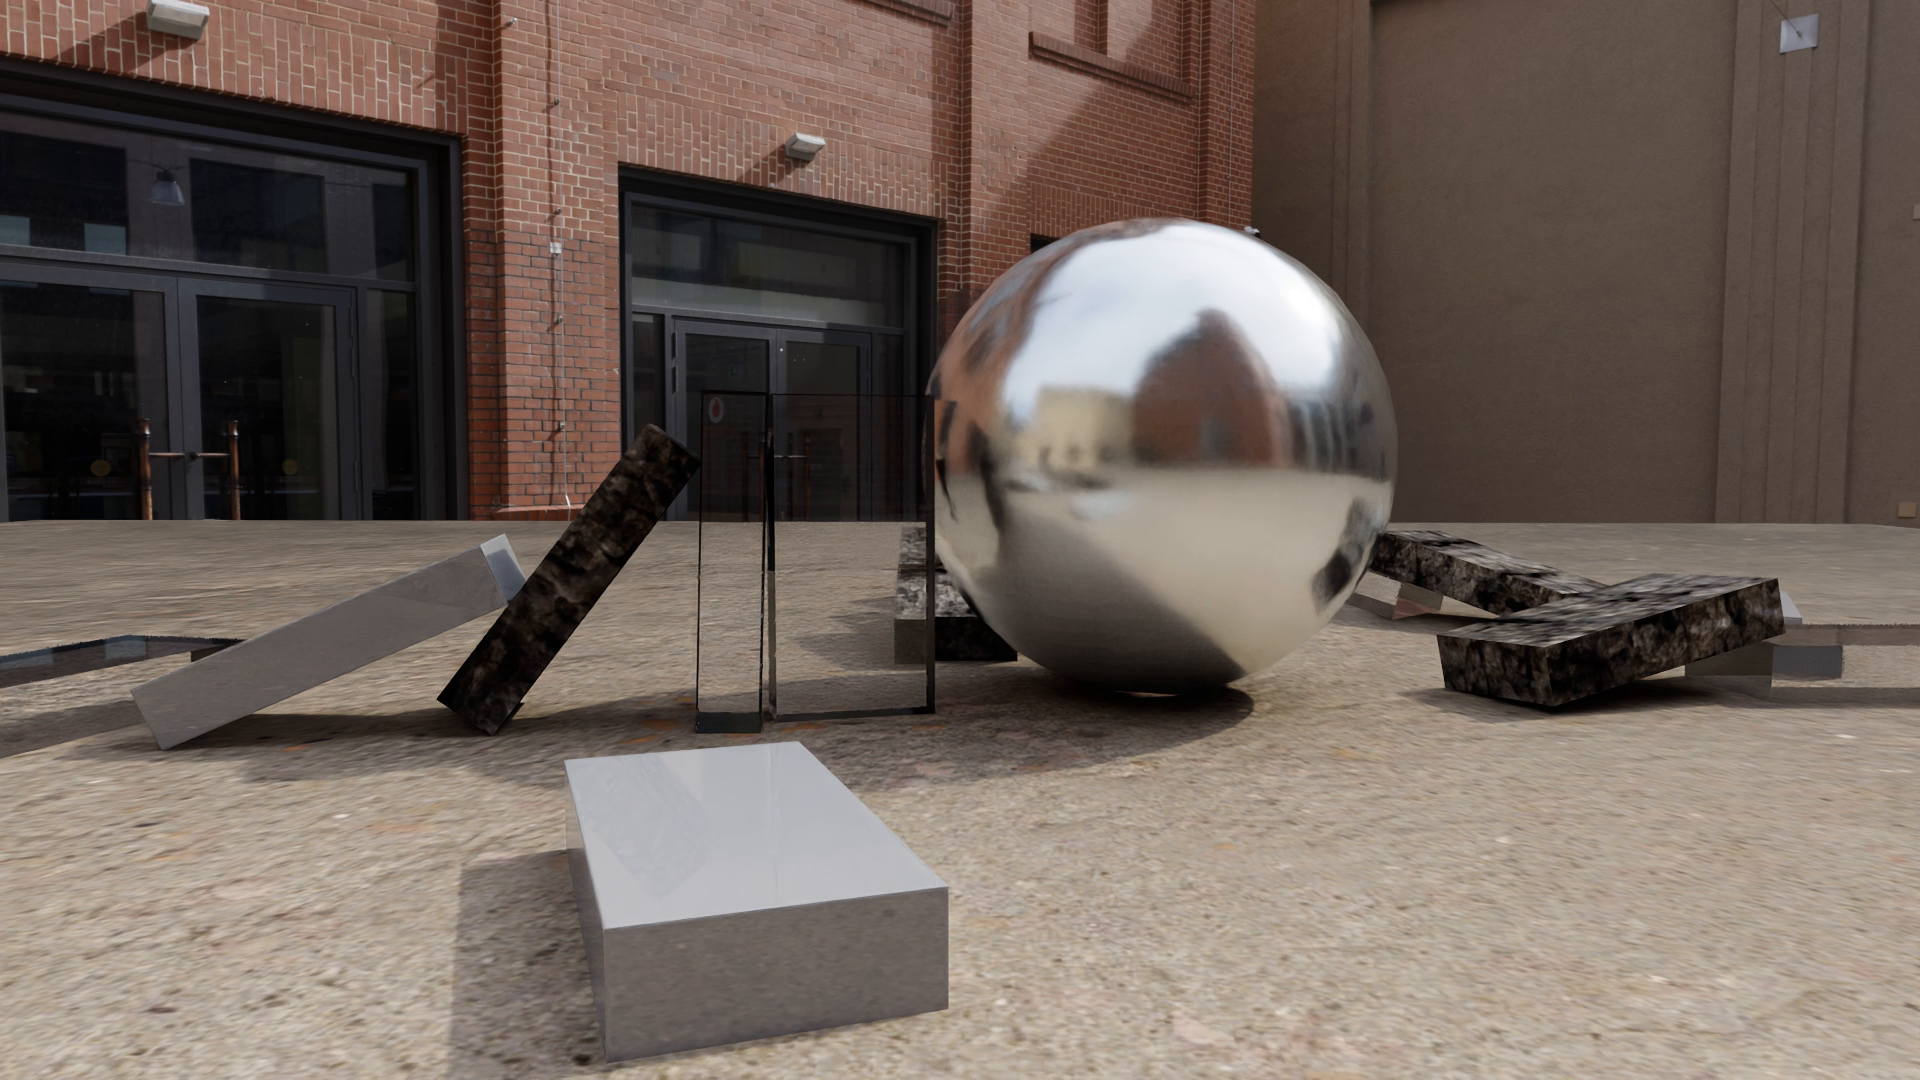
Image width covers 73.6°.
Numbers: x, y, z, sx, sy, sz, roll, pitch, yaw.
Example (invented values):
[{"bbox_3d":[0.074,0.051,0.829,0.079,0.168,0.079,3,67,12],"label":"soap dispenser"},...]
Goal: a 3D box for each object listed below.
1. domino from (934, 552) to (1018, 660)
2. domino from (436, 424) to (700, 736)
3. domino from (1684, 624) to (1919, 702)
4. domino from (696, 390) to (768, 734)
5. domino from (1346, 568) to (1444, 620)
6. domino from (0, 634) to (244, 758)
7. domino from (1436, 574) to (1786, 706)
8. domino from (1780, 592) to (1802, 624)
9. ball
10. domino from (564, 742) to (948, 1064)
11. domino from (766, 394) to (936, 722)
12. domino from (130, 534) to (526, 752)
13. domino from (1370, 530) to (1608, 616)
[{"bbox_3d":[-0.001,0.010,0.274,0.025,0.010,0.050,0,21,-1],"label":"domino"},{"bbox_3d":[-0.059,0.005,0.199,0.009,0.050,0.025,37,-3,-11],"label":"domino"},{"bbox_3d":[0.158,0.021,0.223,0.050,0.010,0.025,0,4,0],"label":"domino"},{"bbox_3d":[-0.035,0.003,0.199,0.010,0.050,0.025,1,4,-10],"label":"domino"},{"bbox_3d":[0.098,0.007,0.336,0.025,0.009,0.050,-4,19,-44],"label":"domino"},{"bbox_3d":[-0.138,0.023,0.196,0.025,0.009,0.050,1,4,12],"label":"domino"},{"bbox_3d":[0.111,0.016,0.220,0.050,0.010,0.025,-13,4,-18],"label":"domino"},{"bbox_3d":[0.162,0.017,0.272,0.025,0.010,0.050,2,5,30],"label":"domino"},{"bbox_3d":[0.032,-0.014,0.218,0.080,0.080,0.080,0,4,0],"label":"ball"},{"bbox_3d":[-0.021,0.029,0.116,0.025,0.009,0.050,-2,5,-20],"label":"domino"},{"bbox_3d":[-0.017,0.002,0.202,0.025,0.050,0.009,-1,4,-15],"label":"domino"},{"bbox_3d":[-0.092,0.014,0.193,0.050,0.009,0.025,-24,9,-9],"label":"domino"},{"bbox_3d":[0.126,0.009,0.306,0.025,0.010,0.050,0,16,-35],"label":"domino"}]
